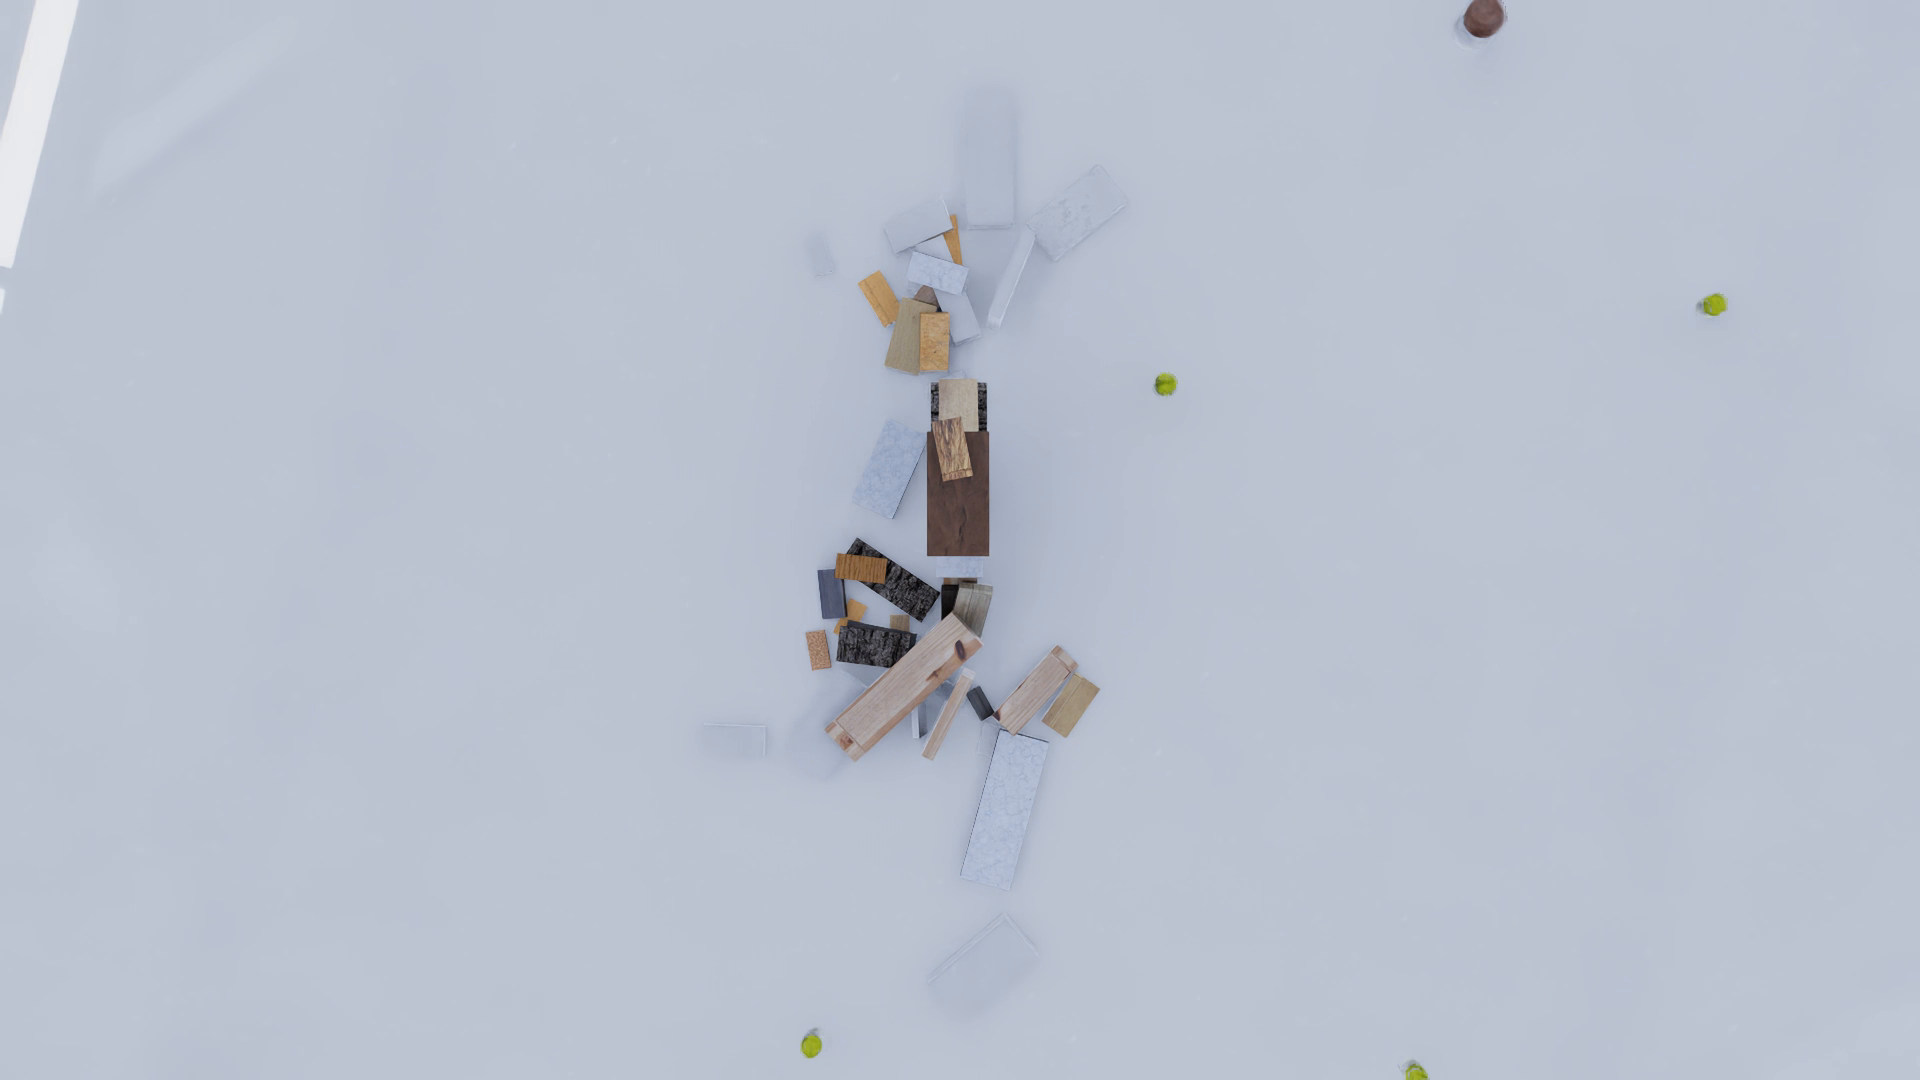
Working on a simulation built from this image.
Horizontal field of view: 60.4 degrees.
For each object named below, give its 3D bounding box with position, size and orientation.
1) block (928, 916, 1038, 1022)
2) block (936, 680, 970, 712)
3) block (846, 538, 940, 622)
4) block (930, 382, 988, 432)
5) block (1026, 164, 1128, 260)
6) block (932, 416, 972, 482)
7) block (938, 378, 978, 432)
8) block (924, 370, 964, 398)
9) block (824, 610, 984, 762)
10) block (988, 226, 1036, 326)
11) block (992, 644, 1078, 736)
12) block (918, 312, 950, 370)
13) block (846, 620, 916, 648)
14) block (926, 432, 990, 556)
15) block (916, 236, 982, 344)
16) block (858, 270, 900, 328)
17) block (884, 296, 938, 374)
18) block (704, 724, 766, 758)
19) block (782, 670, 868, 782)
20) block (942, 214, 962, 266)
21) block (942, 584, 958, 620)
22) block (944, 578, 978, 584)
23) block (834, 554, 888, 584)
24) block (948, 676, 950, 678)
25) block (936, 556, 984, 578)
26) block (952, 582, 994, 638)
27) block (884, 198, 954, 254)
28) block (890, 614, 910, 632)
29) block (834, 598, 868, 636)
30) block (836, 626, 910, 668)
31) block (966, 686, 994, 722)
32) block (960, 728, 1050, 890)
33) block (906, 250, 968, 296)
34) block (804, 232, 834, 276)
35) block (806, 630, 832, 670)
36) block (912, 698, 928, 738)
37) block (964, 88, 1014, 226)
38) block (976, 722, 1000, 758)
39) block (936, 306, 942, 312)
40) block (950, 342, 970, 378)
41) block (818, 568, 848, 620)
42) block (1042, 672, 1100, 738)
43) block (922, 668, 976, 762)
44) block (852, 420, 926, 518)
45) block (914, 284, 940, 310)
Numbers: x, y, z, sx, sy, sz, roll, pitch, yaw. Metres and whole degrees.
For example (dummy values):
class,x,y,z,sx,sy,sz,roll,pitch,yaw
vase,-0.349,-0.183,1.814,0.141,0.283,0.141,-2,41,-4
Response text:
class,x,y,z,sx,sy,sz,roll,pitch,yaw
block,0.077,1.424,5.476,0.337,0.048,0.168,-40,90,0
block,-0.022,0.517,5.493,0.105,0.015,0.053,37,90,0
block,-0.235,0.133,5.483,0.335,0.033,0.117,34,90,0
block,-0.003,-0.314,5.128,0.174,0.049,0.347,0,90,0
block,0.387,-1.087,5.478,0.307,0.043,0.153,-39,90,0
block,-0.022,-0.258,4.685,0.086,0.024,0.171,-11,89,0
block,-0.005,-0.391,5.020,0.118,0.034,0.237,-1,54,0
block,-0.051,-0.515,5.451,0.133,0.067,0.019,-21,117,14
block,-0.183,0.479,5.381,0.580,0.042,0.149,-43,91,10
block,0.170,-0.866,5.423,0.043,0.153,0.307,22,90,0
block,0.250,0.498,5.461,0.100,0.028,0.320,43,81,0
block,-0.085,-0.653,5.422,0.095,0.027,0.189,-3,112,-10
block,-0.268,0.345,5.465,0.233,0.033,0.117,11,90,0
block,-0.005,-0.131,4.721,0.178,0.050,0.356,0,89,0
block,-0.036,-0.823,5.411,0.095,0.027,0.341,-22,103,3
block,-0.260,-0.802,5.488,0.086,0.024,0.171,-31,90,0
block,-0.163,-0.676,5.446,0.118,0.034,0.237,16,108,-2
block,-0.750,0.667,5.486,0.200,0.028,0.100,2,90,0
block,-0.425,0.616,5.476,0.168,0.048,0.337,34,90,0
block,-0.051,-0.970,5.485,0.104,0.030,0.209,-7,90,0
block,-0.007,0.241,5.420,0.110,0.031,0.220,1,128,0
block,0.001,0.144,5.395,0.110,0.220,0.031,1,63,0
block,-0.328,0.093,5.441,0.165,0.023,0.082,7,90,-10
block,-0.091,0.412,5.491,0.065,0.018,0.131,-27,90,0
block,0.000,-0.029,5.186,0.146,0.041,0.292,0,91,0
block,0.032,0.235,5.376,0.110,0.031,0.220,9,128,-6
block,-0.134,-1.037,5.460,0.209,0.030,0.104,-22,87,13
block,-0.201,0.313,5.491,0.065,0.018,0.131,0,90,0
block,-0.365,0.265,5.491,0.064,0.018,0.128,27,90,0
block,-0.285,0.355,5.432,0.233,0.033,0.117,7,90,0
block,0.067,0.543,5.484,0.053,0.015,0.105,-29,90,-20
block,0.148,0.893,5.476,0.168,0.048,0.505,15,90,0
block,-0.075,-0.869,5.372,0.189,0.027,0.095,16,102,-5
block,-0.471,-0.949,5.491,0.065,0.018,0.131,-19,90,0
block,-0.471,0.367,5.491,0.064,0.018,0.128,-10,90,0
block,-0.138,0.524,5.446,0.023,0.082,0.247,-2,95,19
block,0.095,-1.268,5.478,0.153,0.043,0.444,-2,90,0
block,0.094,0.665,5.493,0.053,0.015,0.105,15,90,0
block,-0.055,-0.845,5.460,0.104,0.030,0.209,-18,103,3
block,-0.001,-0.590,5.491,0.067,0.019,0.133,0,90,0
block,-0.423,0.177,5.470,0.082,0.023,0.165,-5,94,19
block,0.368,0.548,5.486,0.100,0.028,0.200,35,90,0
block,-0.037,0.571,5.413,0.042,0.149,0.298,26,95,1
block,-0.232,-0.236,5.479,0.149,0.042,0.298,24,90,0
block,-0.089,-0.816,5.438,0.086,0.024,0.171,36,100,-9
